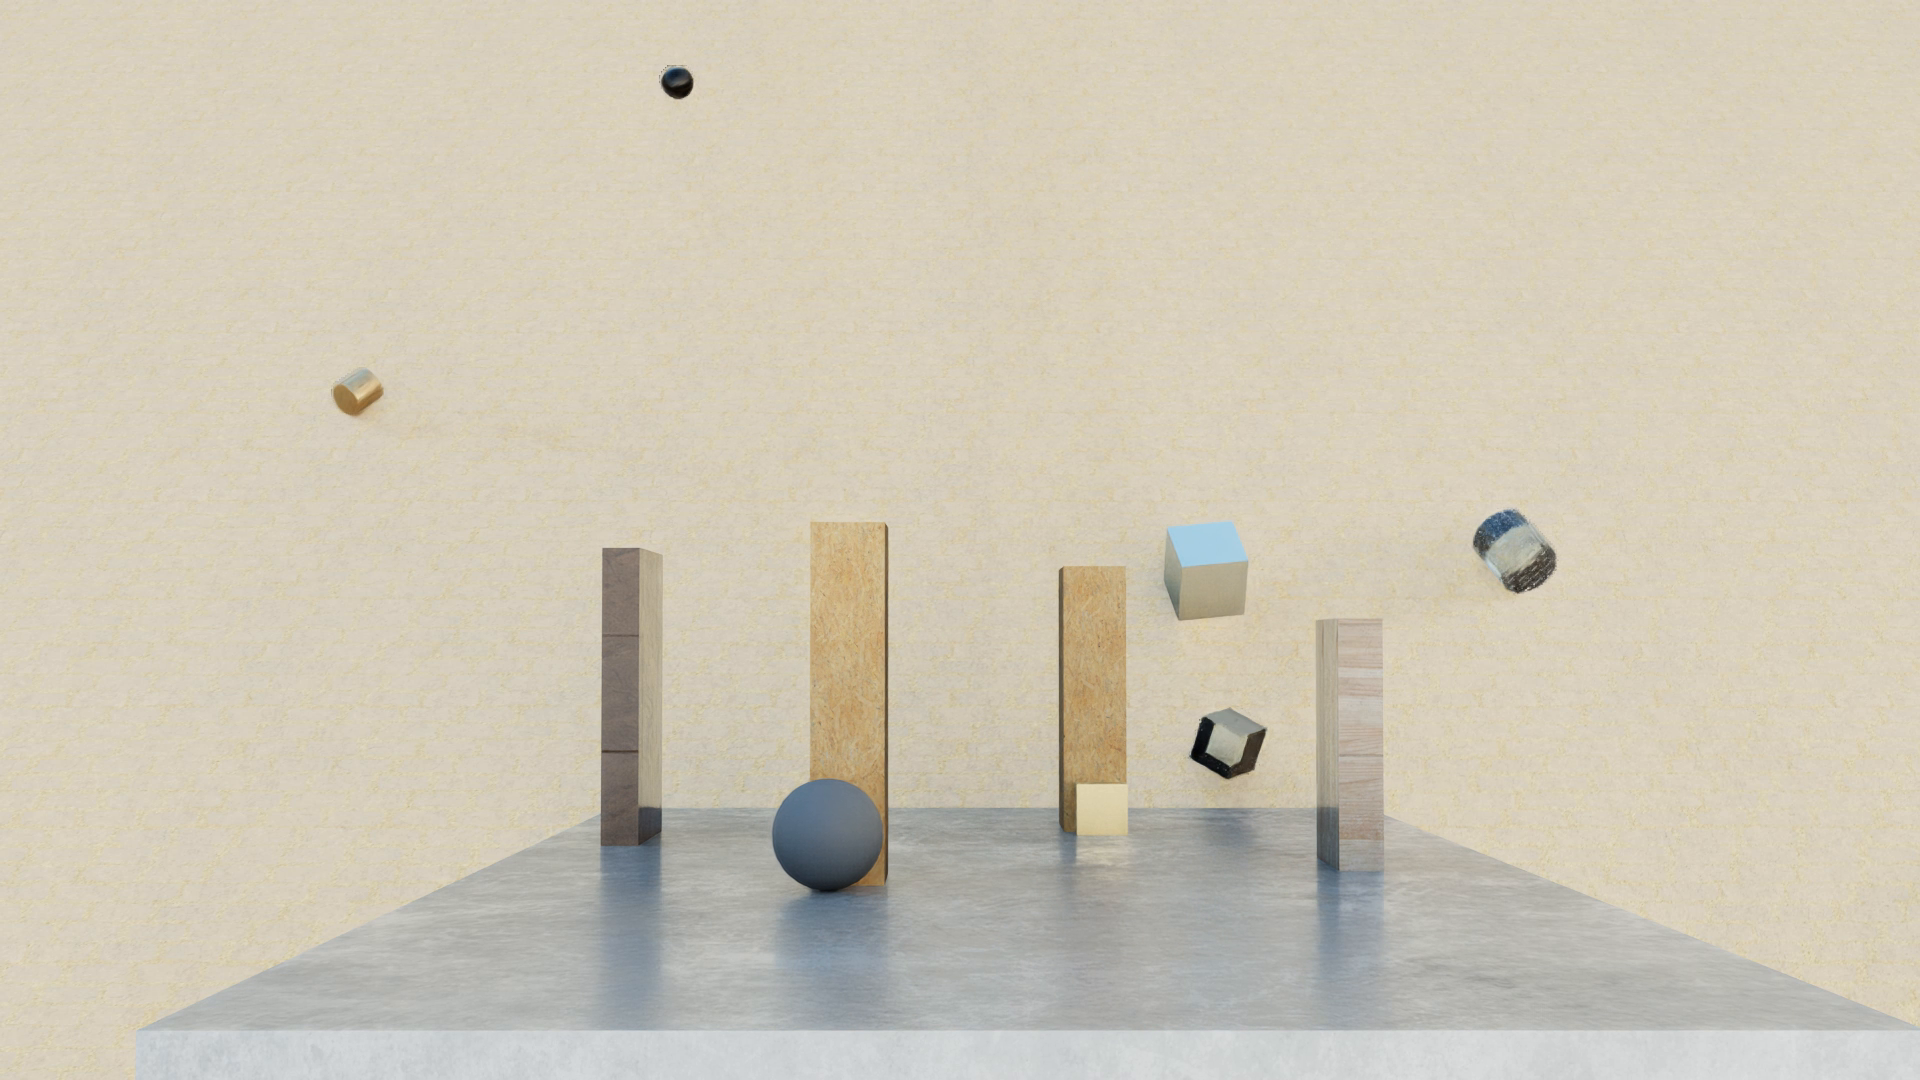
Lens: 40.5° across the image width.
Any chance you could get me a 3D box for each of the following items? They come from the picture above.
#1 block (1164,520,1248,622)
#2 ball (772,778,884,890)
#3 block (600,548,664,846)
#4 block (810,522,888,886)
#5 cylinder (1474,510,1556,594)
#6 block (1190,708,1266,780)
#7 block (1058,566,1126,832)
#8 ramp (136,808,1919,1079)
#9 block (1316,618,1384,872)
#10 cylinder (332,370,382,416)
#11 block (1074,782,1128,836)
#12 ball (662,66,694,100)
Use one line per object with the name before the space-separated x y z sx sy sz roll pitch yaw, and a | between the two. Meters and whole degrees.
block | 0.727 0.091 7.702 0.200 0.200 0.200 -5 37 -7
ball | -0.232 0.517 4.566 0.196 0.196 0.196 0 36 0
block | -0.731 0.346 5.817 0.081 0.641 0.442 0 -2 0
block | -0.203 0.298 4.794 0.134 0.652 0.241 0 -2 0
cylinder | 1.662 0.034 7.795 0.180 0.180 0.180 -12 38 -15
block | 0.733 0.555 7.100 0.130 0.130 0.130 29 25 33
block | 0.313 0.374 6.174 0.145 0.614 0.303 0 -2 0
ramp | 0.080 0.679 4.898 2.000 0.100 4.000 0 -2 0
block | 0.766 0.397 5.125 0.085 0.482 0.315 0 -2 0
cylinder | -1.981 -0.486 8.556 0.114 0.114 0.114 20 41 25
block | 0.323 0.614 5.955 0.115 0.115 0.115 0 -2 0
ball | -1.124 -1.820 10.354 0.128 0.128 0.128 0 36 0
